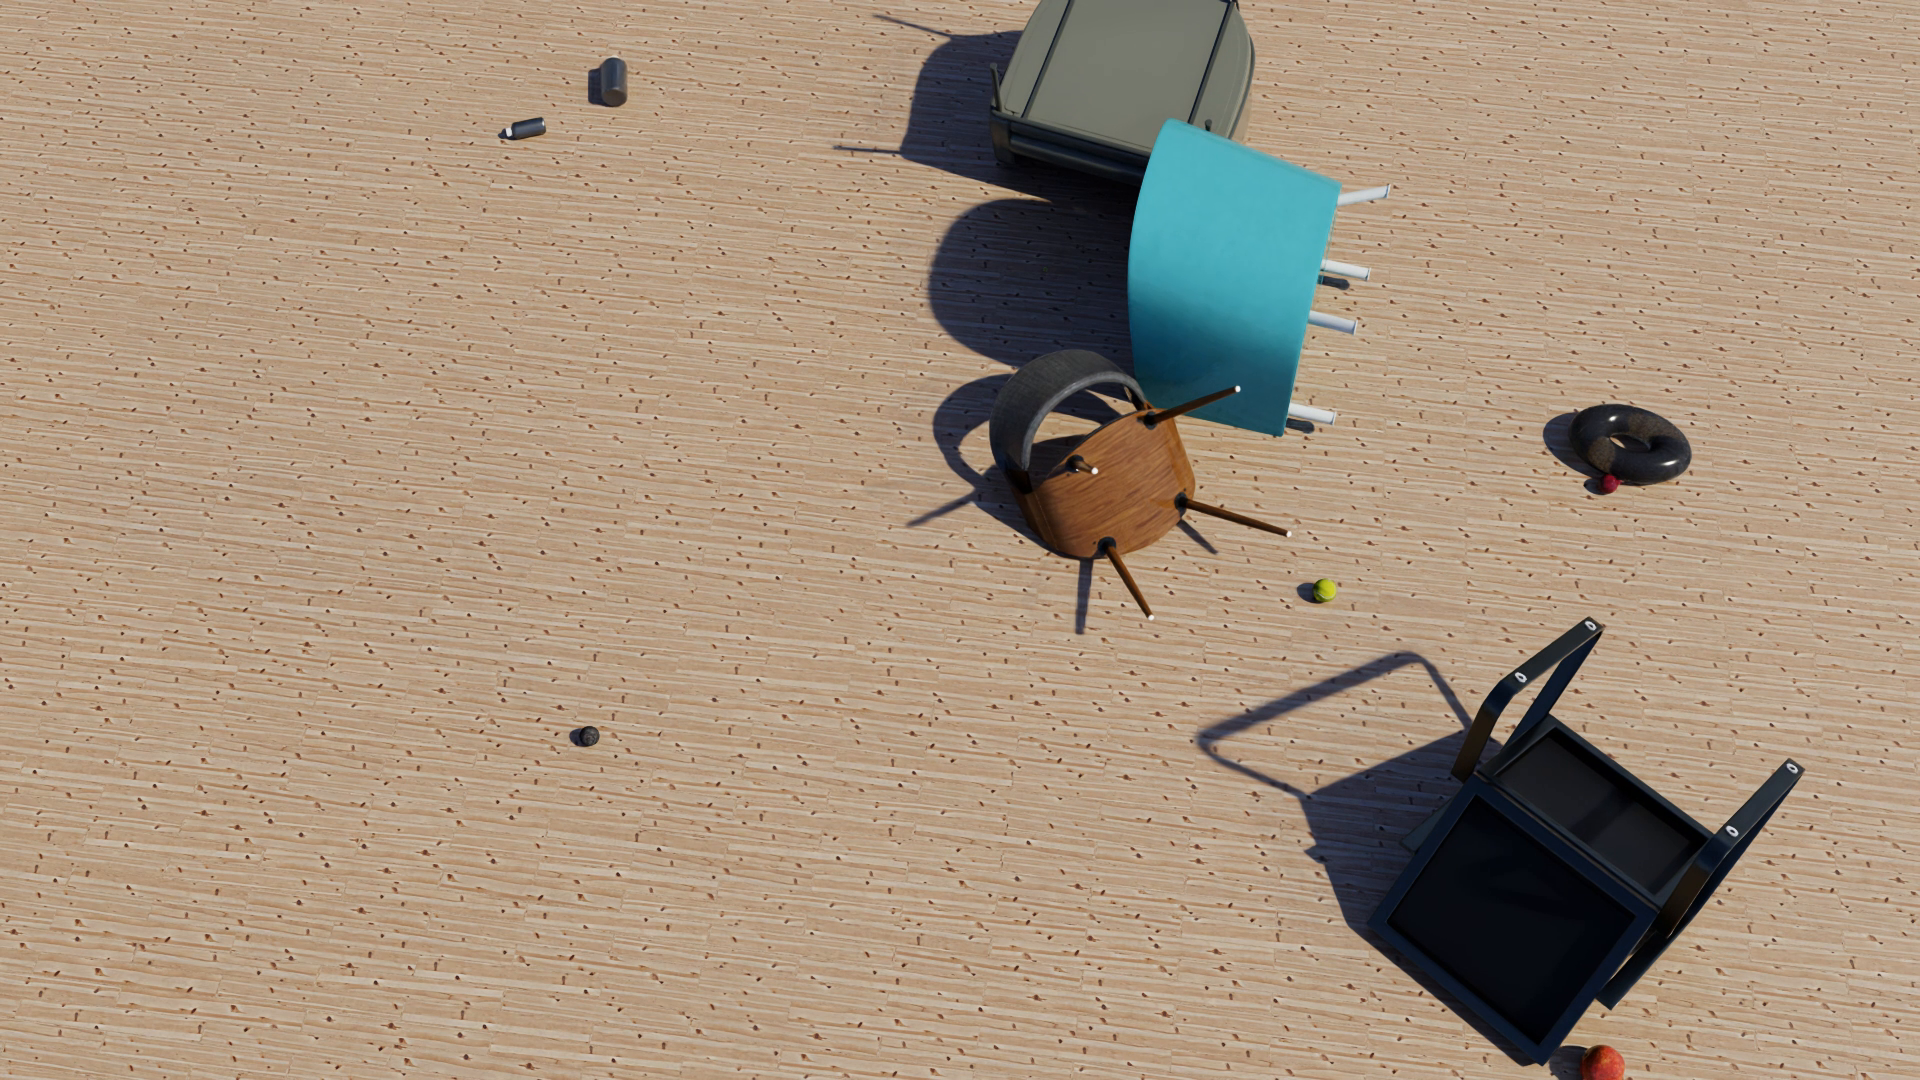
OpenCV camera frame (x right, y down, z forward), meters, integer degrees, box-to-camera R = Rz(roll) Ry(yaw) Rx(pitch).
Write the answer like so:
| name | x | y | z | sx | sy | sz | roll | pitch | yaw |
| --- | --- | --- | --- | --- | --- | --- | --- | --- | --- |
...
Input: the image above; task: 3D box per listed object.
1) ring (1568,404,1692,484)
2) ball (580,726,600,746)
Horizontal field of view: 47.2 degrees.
| name | x | y | z | sx | sy | sz | roll | pitch | yaw |
| --- | --- | --- | --- | --- | --- | --- | --- | --- | --- |
| ring | 2.044 | -0.295 | 6.711 | 0.375 | 0.104 | 0.262 | 17 | 57 | 11 |
| ball | -1.040 | 0.550 | 6.171 | 0.057 | 0.057 | 0.057 | 0 | 56 | 0 |
